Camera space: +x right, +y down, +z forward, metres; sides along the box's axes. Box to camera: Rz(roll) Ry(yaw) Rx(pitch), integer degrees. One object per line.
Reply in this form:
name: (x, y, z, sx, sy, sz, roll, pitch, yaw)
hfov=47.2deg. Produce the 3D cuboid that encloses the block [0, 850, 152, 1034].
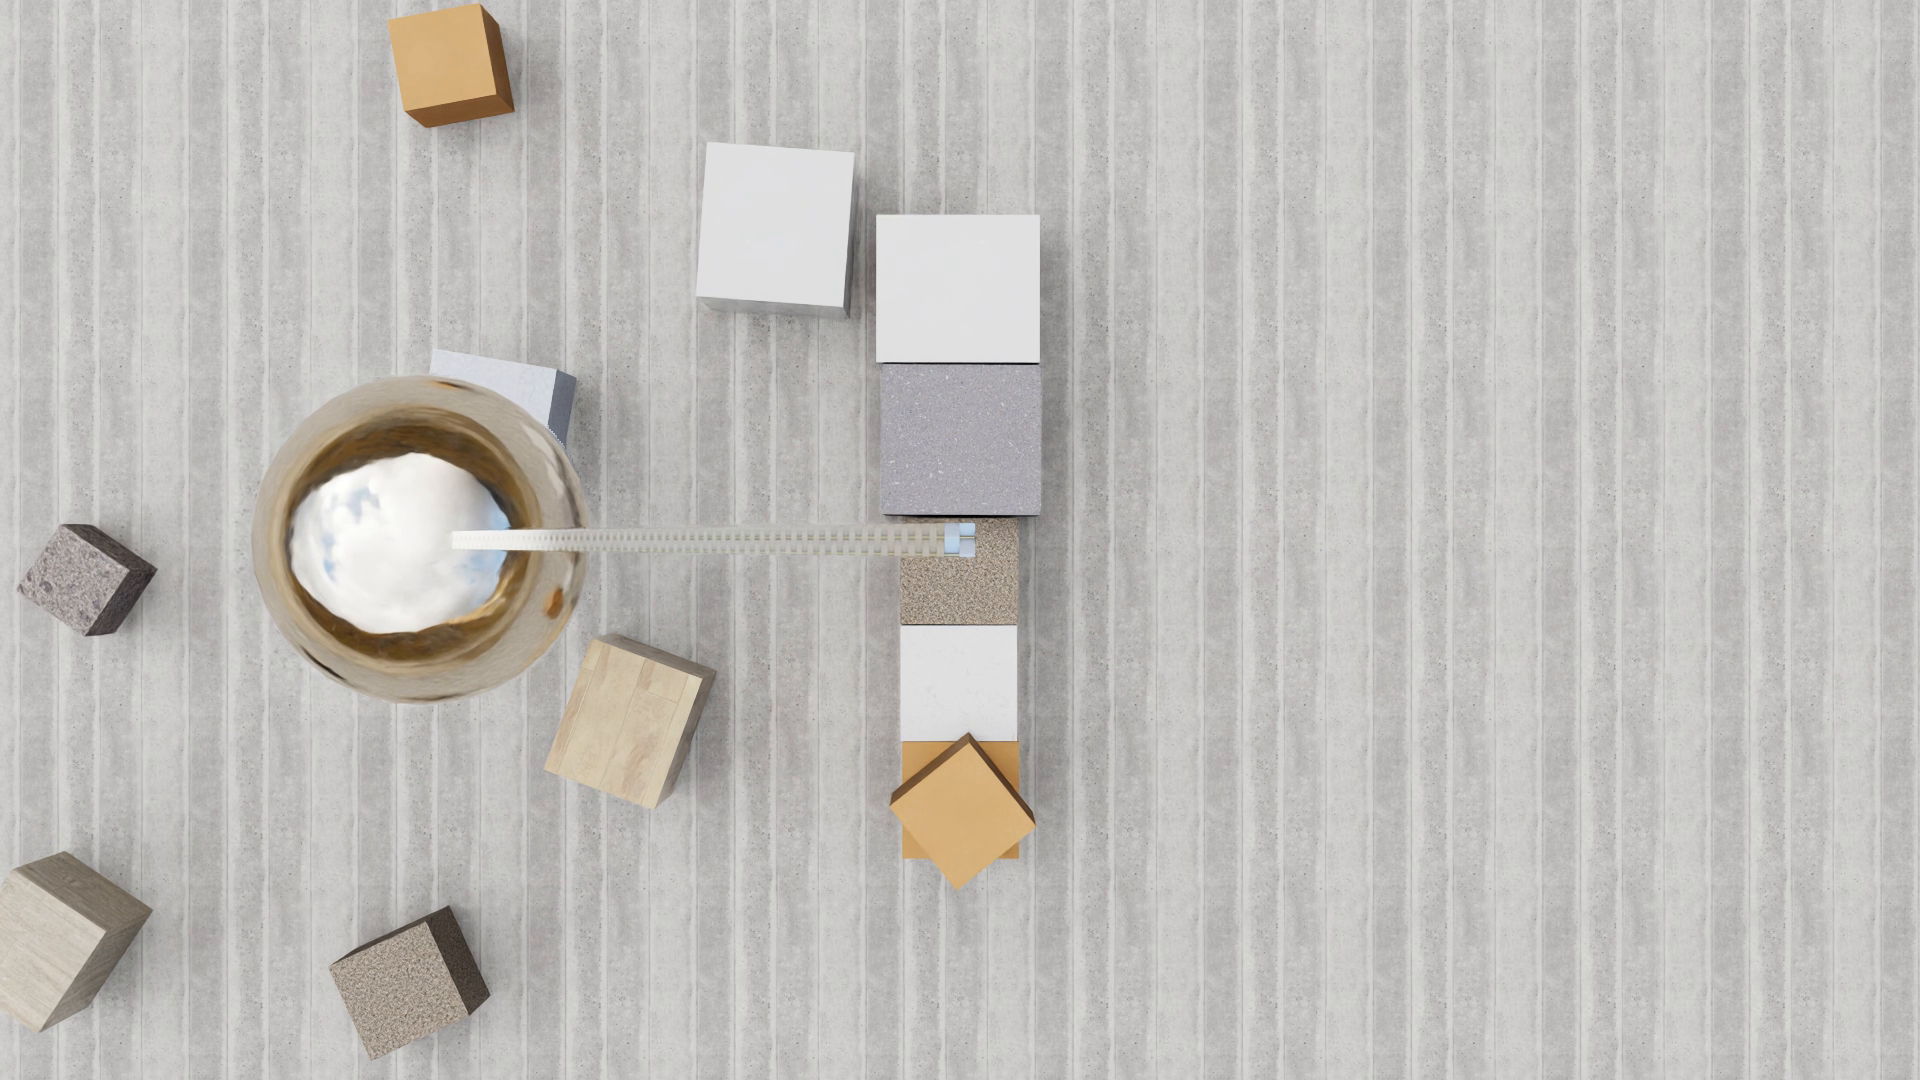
block: (-5.221, 2.299, 12.639, 0.629, 0.723, 0.691, 34, 90, 0)

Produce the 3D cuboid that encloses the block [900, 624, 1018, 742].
block: (-0.006, 0.807, 12.687, 0.655, 0.625, 0.651, 0, 90, 0)

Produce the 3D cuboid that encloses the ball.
ball: (-2.595, 0.000, 10.649, 1.600, 1.600, 1.600, 0, 90, 0)

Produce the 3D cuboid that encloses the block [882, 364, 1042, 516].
block: (0.009, -0.556, 12.585, 0.887, 0.831, 0.830, 0, 90, 0)

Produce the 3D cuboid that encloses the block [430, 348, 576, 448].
block: (-2.670, -0.669, 12.676, 0.703, 0.647, 0.708, 10, 90, 0)

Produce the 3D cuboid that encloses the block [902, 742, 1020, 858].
block: (0.004, 1.466, 12.692, 0.659, 0.617, 0.657, 0, 90, 0)

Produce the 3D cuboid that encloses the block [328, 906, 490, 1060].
block: (-3.175, 2.553, 12.718, 0.612, 0.564, 0.588, -25, 90, 0)

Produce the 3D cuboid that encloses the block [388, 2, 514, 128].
block: (-2.940, -2.741, 12.738, 0.534, 0.523, 0.527, -10, 90, 0)

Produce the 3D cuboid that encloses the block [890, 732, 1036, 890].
block: (0.015, 1.479, 12.084, 0.550, 0.591, 0.578, -39, 91, 0)

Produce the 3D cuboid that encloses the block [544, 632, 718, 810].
block: (-1.874, 1.024, 12.613, 0.655, 0.775, 0.777, 20, 90, 0)

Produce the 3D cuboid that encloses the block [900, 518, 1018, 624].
block: (-0.004, 0.175, 12.677, 0.666, 0.646, 0.597, 0, 90, 0)

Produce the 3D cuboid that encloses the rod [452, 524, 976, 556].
rod: (-1.125, 0.000, 7.583, 0.080, 5.200, 0.080, 0, 90, -26)

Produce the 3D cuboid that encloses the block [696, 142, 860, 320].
block: (-1.031, -1.759, 12.628, 0.822, 0.744, 0.861, 4, 90, 0)

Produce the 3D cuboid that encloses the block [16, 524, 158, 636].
block: (-5.065, 0.230, 12.774, 0.475, 0.452, 0.458, 34, 90, 0)

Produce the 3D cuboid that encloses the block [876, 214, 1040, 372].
block: (-0.011, -1.388, 12.568, 0.900, 0.863, 0.813, 0, 90, 0)
